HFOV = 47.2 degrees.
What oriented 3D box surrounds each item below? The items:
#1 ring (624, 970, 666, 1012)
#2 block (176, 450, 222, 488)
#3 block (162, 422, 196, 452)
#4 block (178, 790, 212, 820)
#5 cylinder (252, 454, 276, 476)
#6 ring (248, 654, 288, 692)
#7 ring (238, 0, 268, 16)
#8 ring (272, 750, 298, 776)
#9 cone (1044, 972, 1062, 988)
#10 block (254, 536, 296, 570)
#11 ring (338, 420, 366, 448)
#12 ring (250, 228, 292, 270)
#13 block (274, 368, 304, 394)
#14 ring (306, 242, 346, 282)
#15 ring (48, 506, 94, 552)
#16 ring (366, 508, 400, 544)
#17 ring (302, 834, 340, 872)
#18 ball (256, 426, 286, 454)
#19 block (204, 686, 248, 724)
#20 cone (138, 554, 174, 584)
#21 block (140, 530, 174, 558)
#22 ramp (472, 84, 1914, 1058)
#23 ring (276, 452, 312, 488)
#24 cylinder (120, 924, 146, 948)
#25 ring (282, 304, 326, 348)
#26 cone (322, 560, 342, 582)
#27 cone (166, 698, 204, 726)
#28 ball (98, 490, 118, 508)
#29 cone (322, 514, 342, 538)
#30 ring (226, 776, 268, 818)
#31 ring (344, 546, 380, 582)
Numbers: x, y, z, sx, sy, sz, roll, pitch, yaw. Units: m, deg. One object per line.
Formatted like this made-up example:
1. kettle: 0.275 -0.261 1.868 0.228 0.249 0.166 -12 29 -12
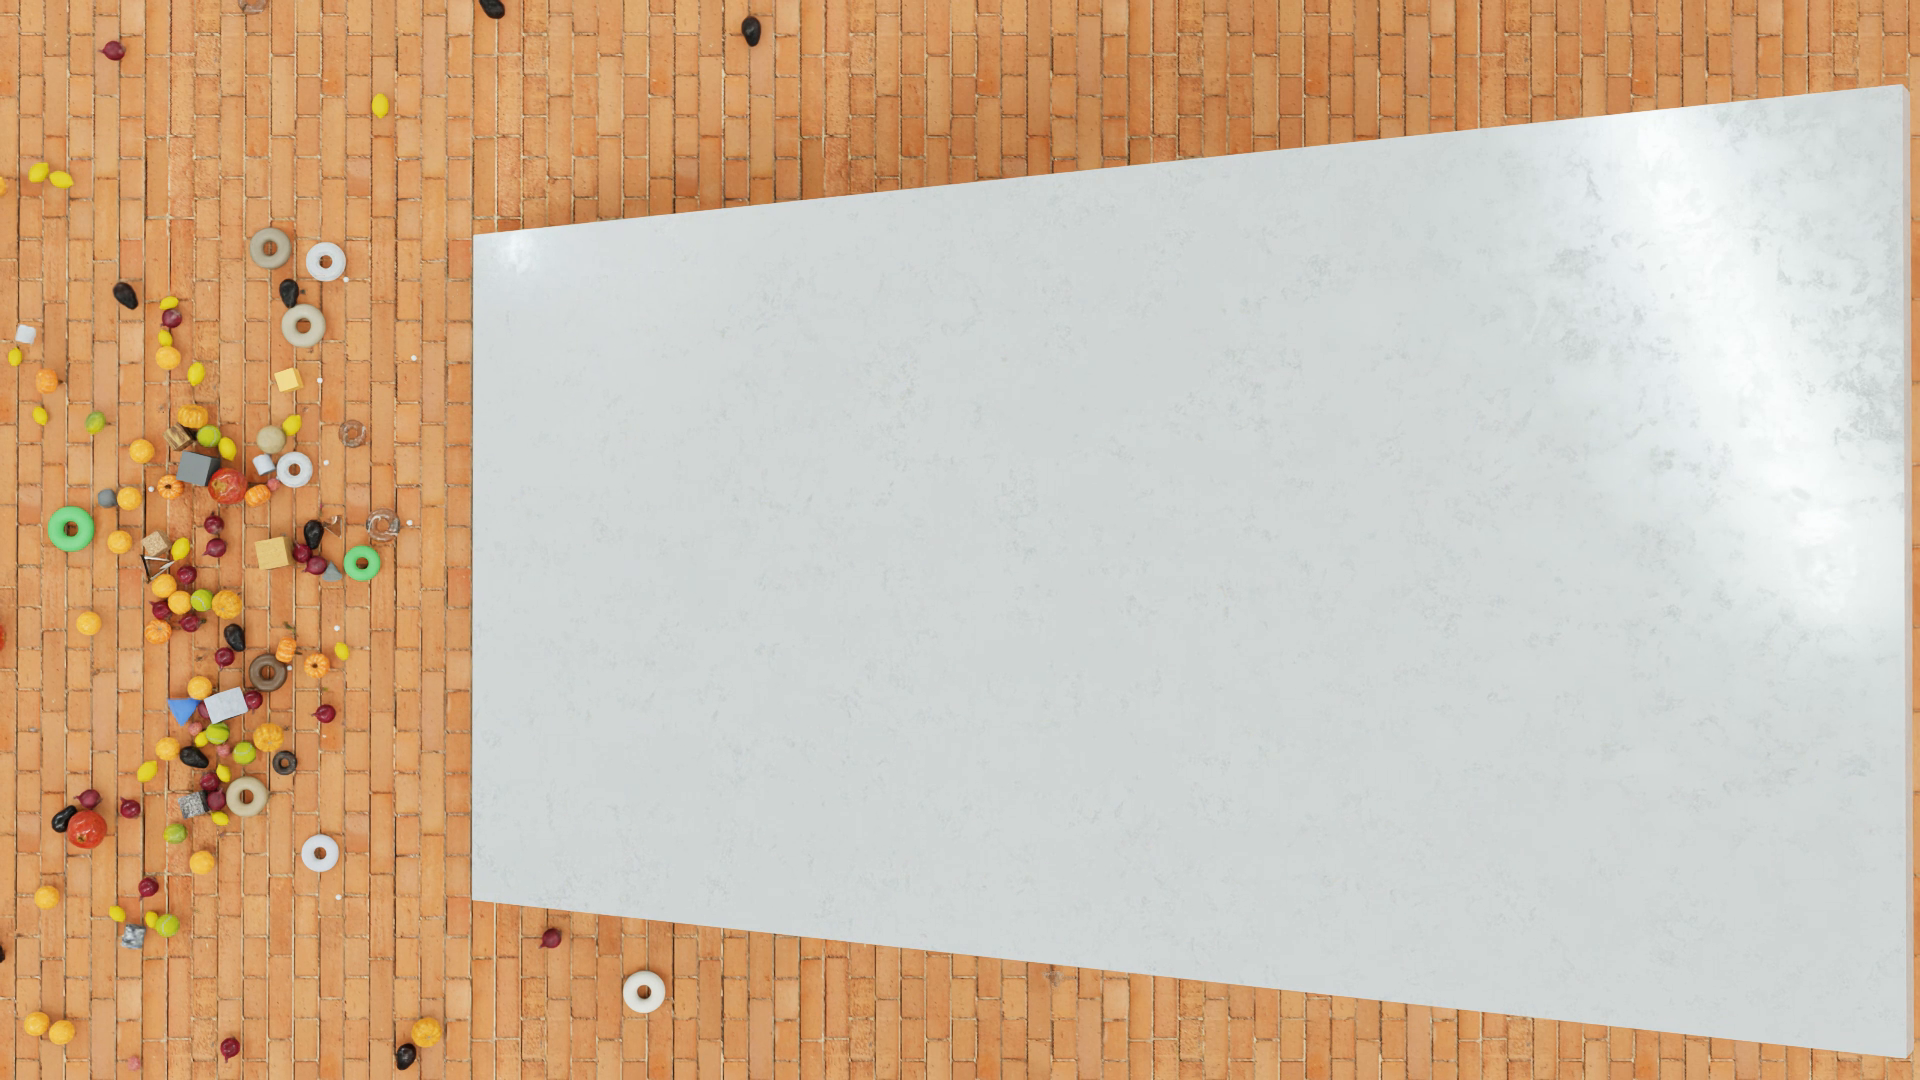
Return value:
1. ring: -0.957 1.370 6.667 0.128 0.043 0.128 0 90 -1
2. block: -2.305 -0.215 6.657 0.089 0.089 0.089 14 89 0
3. block: -2.368 -0.312 6.672 0.062 0.062 0.062 -36 90 0
4. block: -2.317 0.801 6.659 0.067 0.067 0.067 -19 90 0
5. cylinder: -2.112 -0.229 6.676 0.053 0.053 0.053 -25 90 0
6. ring: -2.101 0.403 6.677 0.119 0.040 0.119 0 90 1
7. ring: -2.156 -1.645 6.700 0.092 0.031 0.092 0 90 1
8. ring: -2.052 0.678 6.681 0.076 0.025 0.076 0 90 1
9. cone: 0.276 1.327 6.676 0.052 0.052 0.052 15 89 27
10. block: -2.071 0.041 6.656 0.087 0.087 0.087 -11 89 0
11. ring: -1.848 -0.323 6.689 0.088 0.029 0.088 0 91 0
12. ring: -2.097 -0.887 6.687 0.130 0.043 0.130 0 89 1
13. block: -2.036 -0.484 6.675 0.058 0.058 0.058 -19 90 0
14. ring: -1.928 -0.846 6.688 0.121 0.040 0.121 0 89 -1
15. ring: -2.699 -0.034 6.678 0.140 0.047 0.140 0 90 -1
16. ring: -1.753 -0.045 6.683 0.109 0.036 0.109 0 91 1
17. ring: -1.941 0.950 6.673 0.114 0.038 0.114 0 89 -1
18. ball: -2.085 -0.304 6.659 0.088 0.088 0.088 0 89 0
19. block: -2.215 0.500 6.639 0.080 0.080 0.080 -20 89 41
20. cone: -2.431 0.077 6.678 0.096 0.096 0.096 -18 89 -29
21. block: -2.435 0.011 6.670 0.059 0.059 0.059 -33 90 0
22. ramp: 0.263 0.072 5.606 4.000 0.100 2.000 0 89 32
23. ring: -2.022 -0.214 6.684 0.110 0.037 0.110 0 91 -1
24. cylinder: -2.503 1.200 6.659 0.061 0.061 0.061 14 88 0
25. ring: -1.995 -0.651 6.684 0.136 0.045 0.136 0 91 0
26. cone: -1.911 0.086 6.686 0.059 0.059 0.059 -13 63 0
27. cone: -2.338 0.501 6.674 0.096 0.096 0.096 -29 89 -27
28. ball: -2.587 -0.125 6.672 0.058 0.058 0.058 0 89 0
29. cone: -1.896 -0.031 6.685 0.067 0.067 0.067 -21 116 0
30. ring: -2.164 0.779 6.672 0.126 0.042 0.126 0 89 -1
31. ring: -1.814 0.071 6.674 0.109 0.036 0.109 -2 95 -16
